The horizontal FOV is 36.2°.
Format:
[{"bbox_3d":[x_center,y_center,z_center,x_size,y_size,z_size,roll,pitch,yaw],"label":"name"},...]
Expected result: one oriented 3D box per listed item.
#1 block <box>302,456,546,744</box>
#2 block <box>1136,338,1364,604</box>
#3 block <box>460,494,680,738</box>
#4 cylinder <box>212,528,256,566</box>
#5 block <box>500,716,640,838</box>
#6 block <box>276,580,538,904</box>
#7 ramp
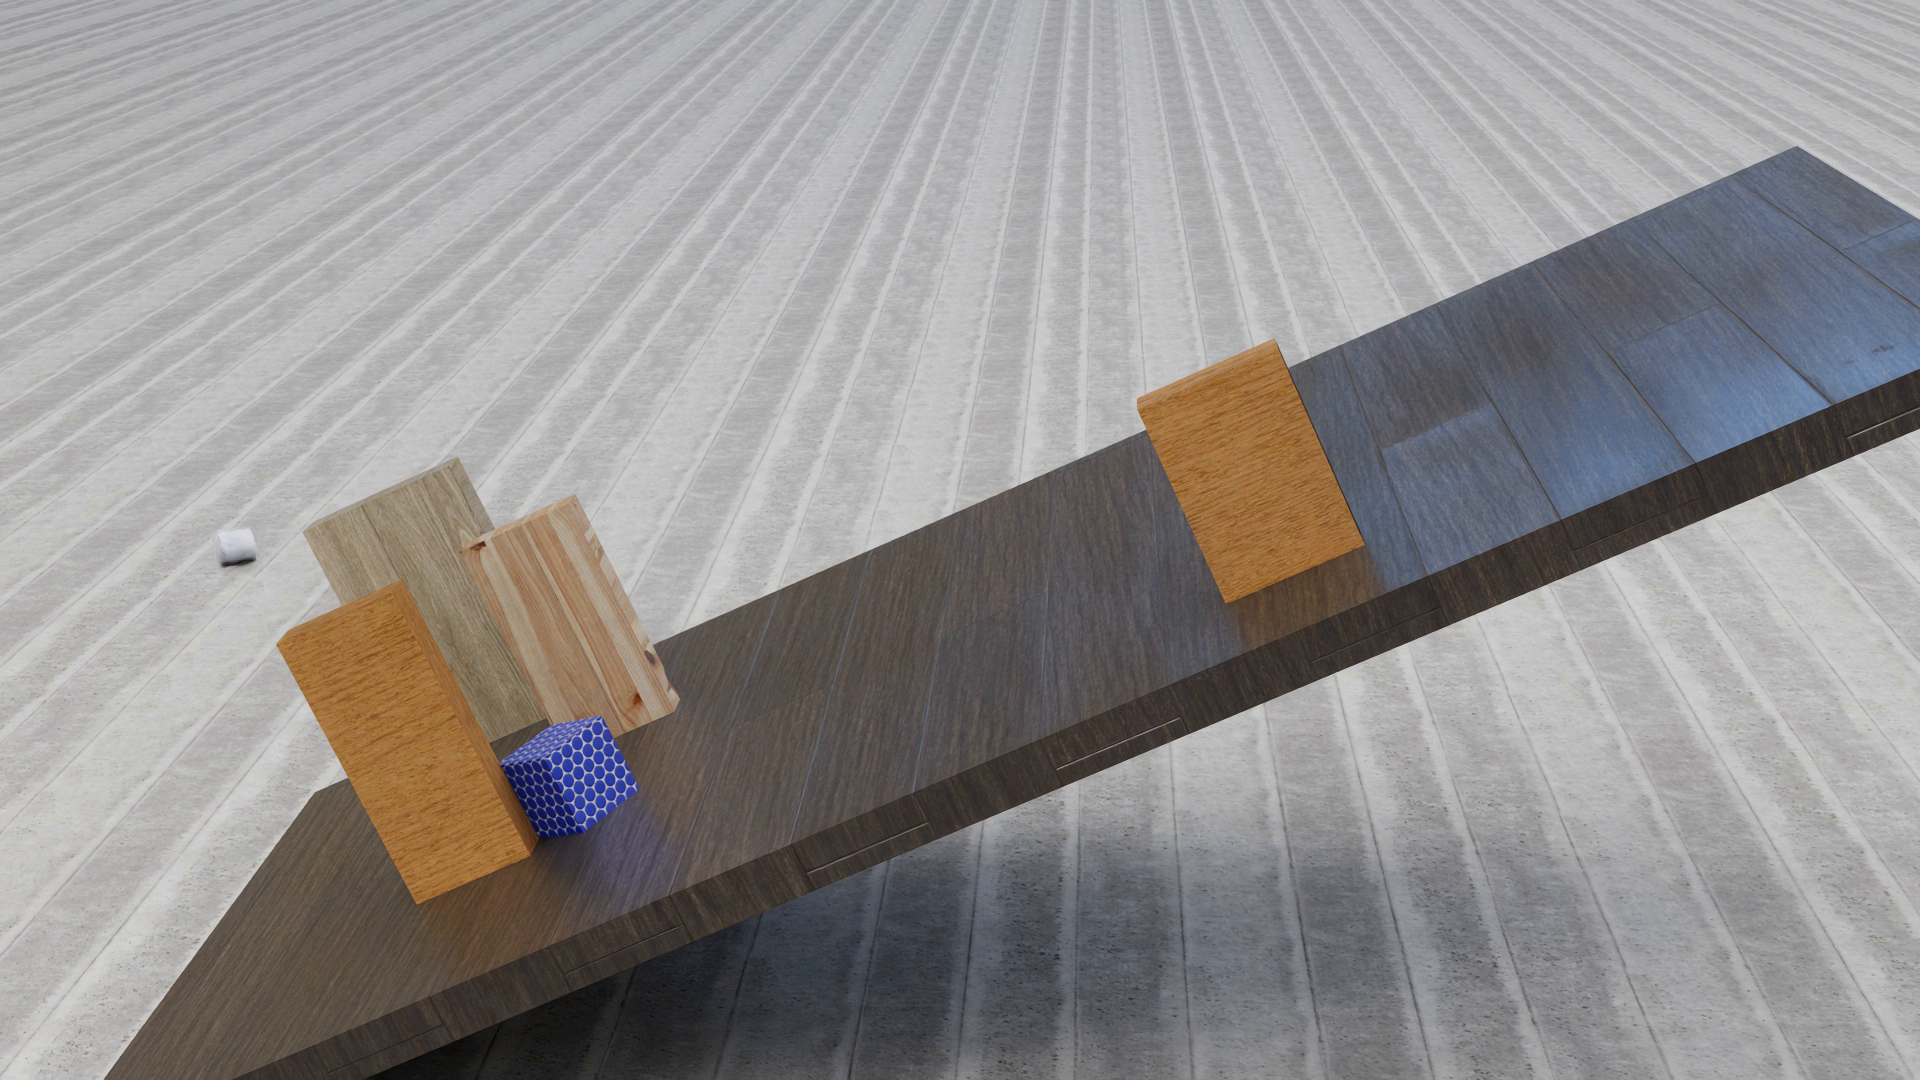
[{"bbox_3d":[-1.256,0.180,7.151,0.401,0.660,0.095,-23,13,9],"label":"block"},{"bbox_3d":[0.546,-0.129,5.537,0.283,0.412,0.095,-23,13,9],"label":"block"},{"bbox_3d":[-0.881,0.196,6.665,0.274,0.534,0.090,-23,13,9],"label":"block"},{"bbox_3d":[-2.447,0.024,9.916,0.111,0.111,0.111,-10,18,-30],"label":"cylinder"},{"bbox_3d":[-0.824,0.499,6.166,0.178,0.178,0.178,-12,18,45],"label":"block"},{"bbox_3d":[-1.137,0.419,6.074,0.267,0.621,0.098,-23,13,9],"label":"block"},{"bbox_3d":[0.134,0.169,6.283,4.000,0.100,2.000,-23,13,9],"label":"ramp"}]
